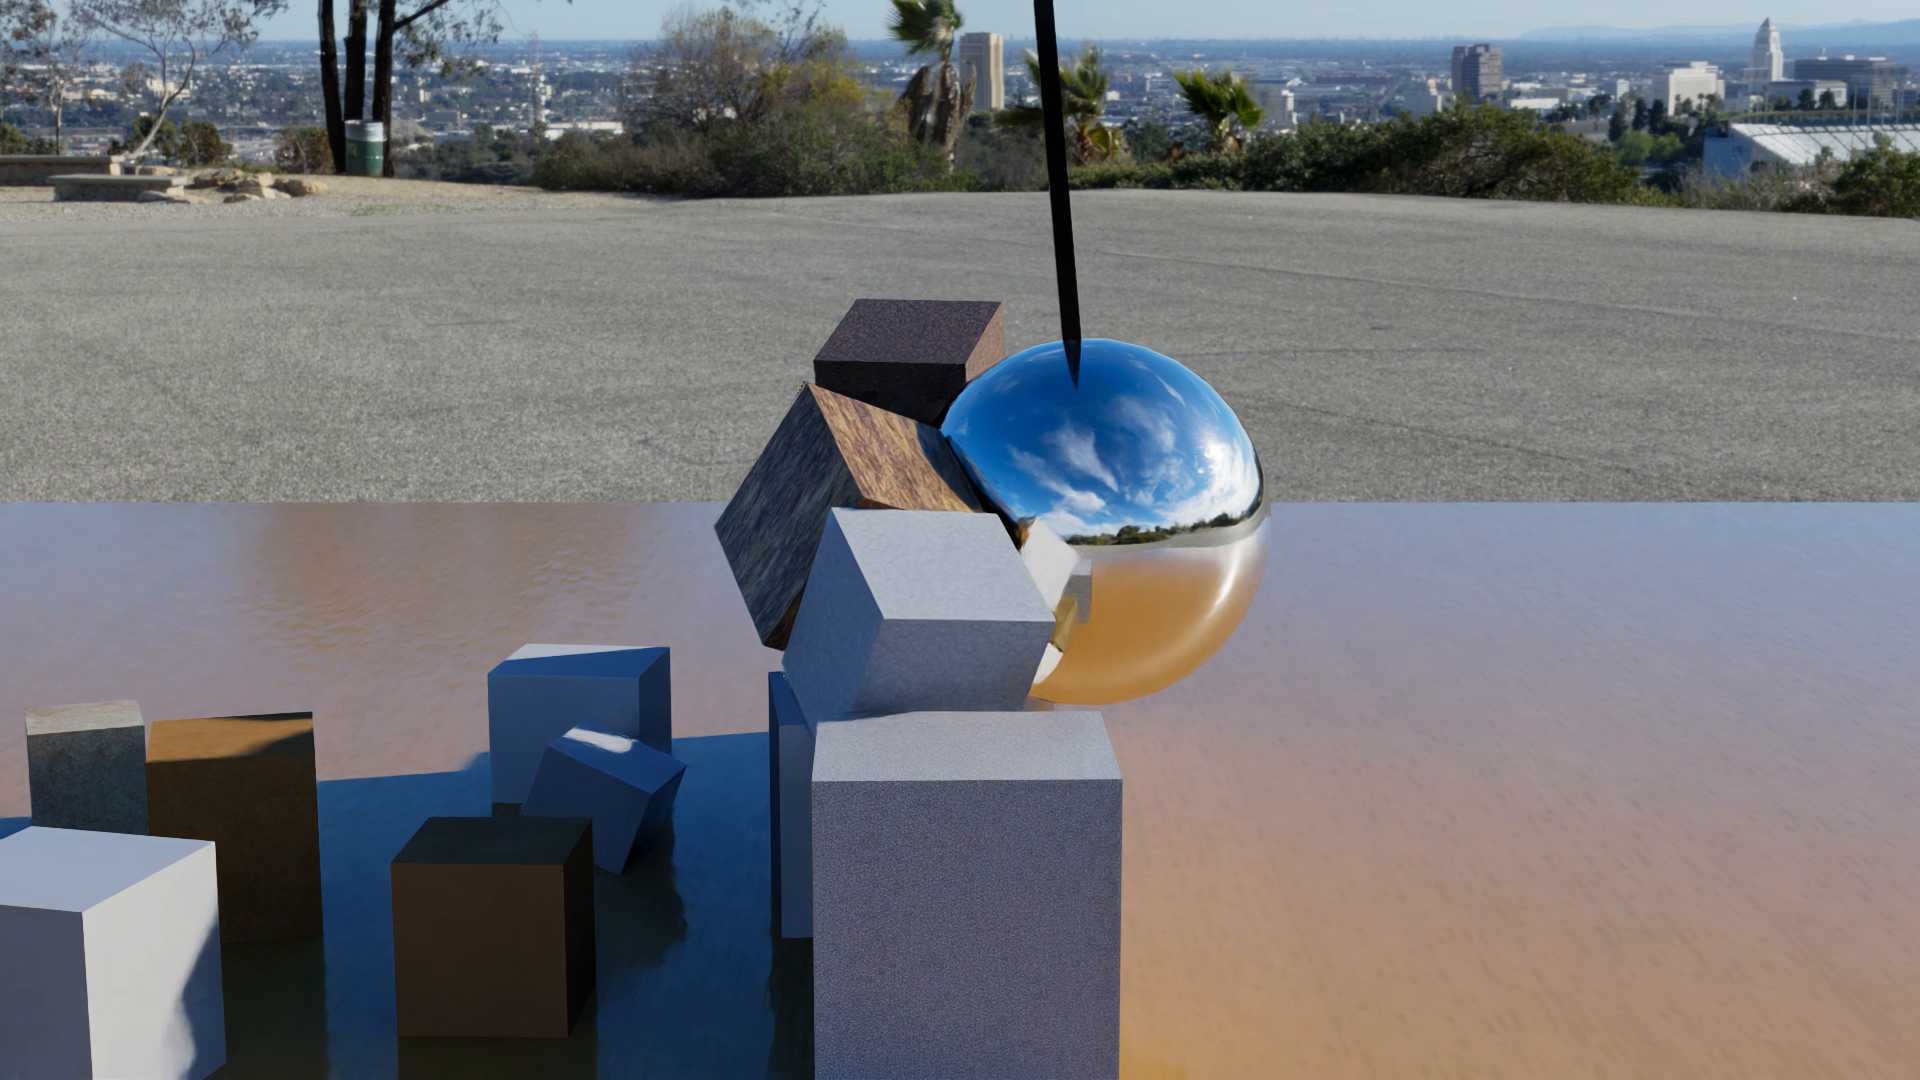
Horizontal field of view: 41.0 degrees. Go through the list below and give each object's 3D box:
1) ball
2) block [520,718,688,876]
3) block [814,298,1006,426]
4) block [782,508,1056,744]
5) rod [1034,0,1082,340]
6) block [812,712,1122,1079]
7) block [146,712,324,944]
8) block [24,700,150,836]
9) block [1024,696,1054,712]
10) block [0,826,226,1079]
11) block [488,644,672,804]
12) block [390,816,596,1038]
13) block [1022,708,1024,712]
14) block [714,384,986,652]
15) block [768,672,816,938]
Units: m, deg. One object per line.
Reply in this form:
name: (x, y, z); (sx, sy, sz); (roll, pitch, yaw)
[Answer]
ball: (0.553, -0.079, 11.166); (1.600, 1.600, 1.600); (0, 10, 0)
block: (-1.611, 1.155, 11.593); (0.516, 0.417, 0.514); (24, 14, 7)
block: (-0.208, -0.648, 12.081); (0.714, 0.734, 0.741); (2, 28, 14)
block: (-0.176, 0.400, 9.967); (0.711, 0.782, 0.672); (2, 37, -25)
rod: (0.240, -3.410, 10.560); (0.080, 5.200, 0.080); (-5, 10, 1)
block: (0.012, 1.292, 9.256); (1.054, 1.145, 0.944); (0, 10, -2)
block: (-3.039, 1.203, 10.779); (0.661, 0.777, 0.712); (-3, 11, -15)
block: (-4.097, 1.092, 12.043); (0.508, 0.542, 0.540); (-4, 11, -21)
block: (0.012, 0.594, 13.473); (0.970, 1.012, 0.907); (0, 10, 2)
block: (-3.099, 1.526, 8.862); (0.743, 0.827, 0.805); (3, 11, 15)
block: (-1.877, 0.912, 12.752); (0.746, 0.644, 0.676); (1, 10, 6)
block: (-1.752, 1.455, 9.709); (0.634, 0.664, 0.596); (0, 10, 2)
block: (-0.067, 0.821, 12.661); (0.709, 0.855, 0.734); (1, 10, 6)
block: (-0.434, -0.024, 10.496); (0.679, 0.779, 0.774); (18, 29, -34)
block: (-0.312, 1.100, 10.999); (0.963, 0.901, 0.965); (-1, 10, -7)
